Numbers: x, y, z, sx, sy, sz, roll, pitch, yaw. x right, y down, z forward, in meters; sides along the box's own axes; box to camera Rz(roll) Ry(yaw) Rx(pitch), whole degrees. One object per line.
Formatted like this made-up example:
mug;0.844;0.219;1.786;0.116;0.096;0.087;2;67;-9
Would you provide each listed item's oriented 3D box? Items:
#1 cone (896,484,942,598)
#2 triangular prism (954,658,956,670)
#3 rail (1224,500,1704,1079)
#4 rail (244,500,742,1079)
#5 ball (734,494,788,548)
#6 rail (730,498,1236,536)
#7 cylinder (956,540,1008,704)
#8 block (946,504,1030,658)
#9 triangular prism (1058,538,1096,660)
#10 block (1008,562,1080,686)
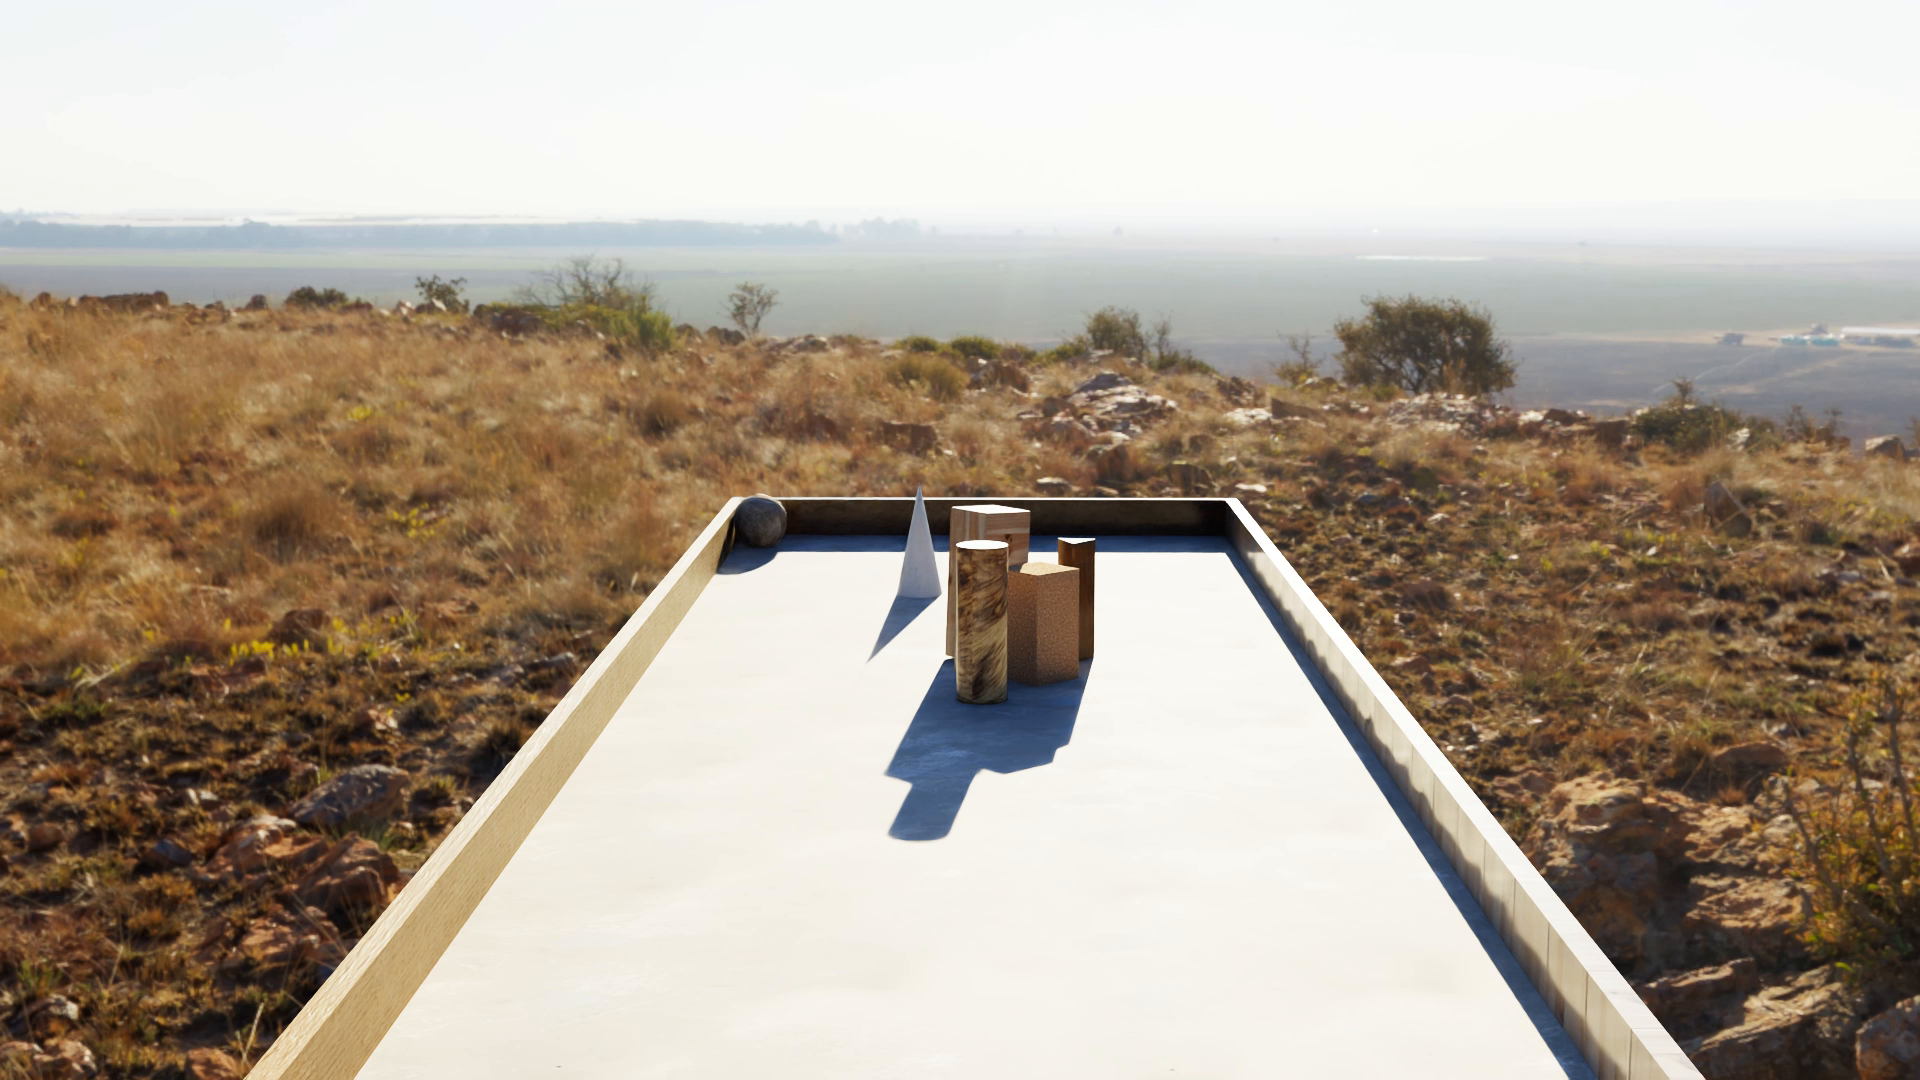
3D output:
cone;-0.143;-0.008;7.780;0.164;0.401;0.164;0;9;0
triangular prism;0.049;0.226;6.542;0.089;0.323;0.078;7;9;17
rail;1.046;0.843;3.208;0.050;0.150;12.000;0;9;1
rail;-1.004;0.839;3.234;0.050;0.150;12.000;0;9;1
ball;-0.798;-0.076;8.795;0.217;0.217;0.217;0;9;0
rail;0.099;-0.098;9.147;2.100;0.150;0.050;0;9;1
cylinder;0.062;0.230;6.152;0.144;0.440;0.144;0;9;0
block;0.084;0.132;6.691;0.171;0.456;0.171;-4;9;-40
triangular prism;0.338;0.180;6.707;0.097;0.366;0.112;7;12;38
block;0.228;0.244;6.430;0.170;0.326;0.170;-8;12;-41
